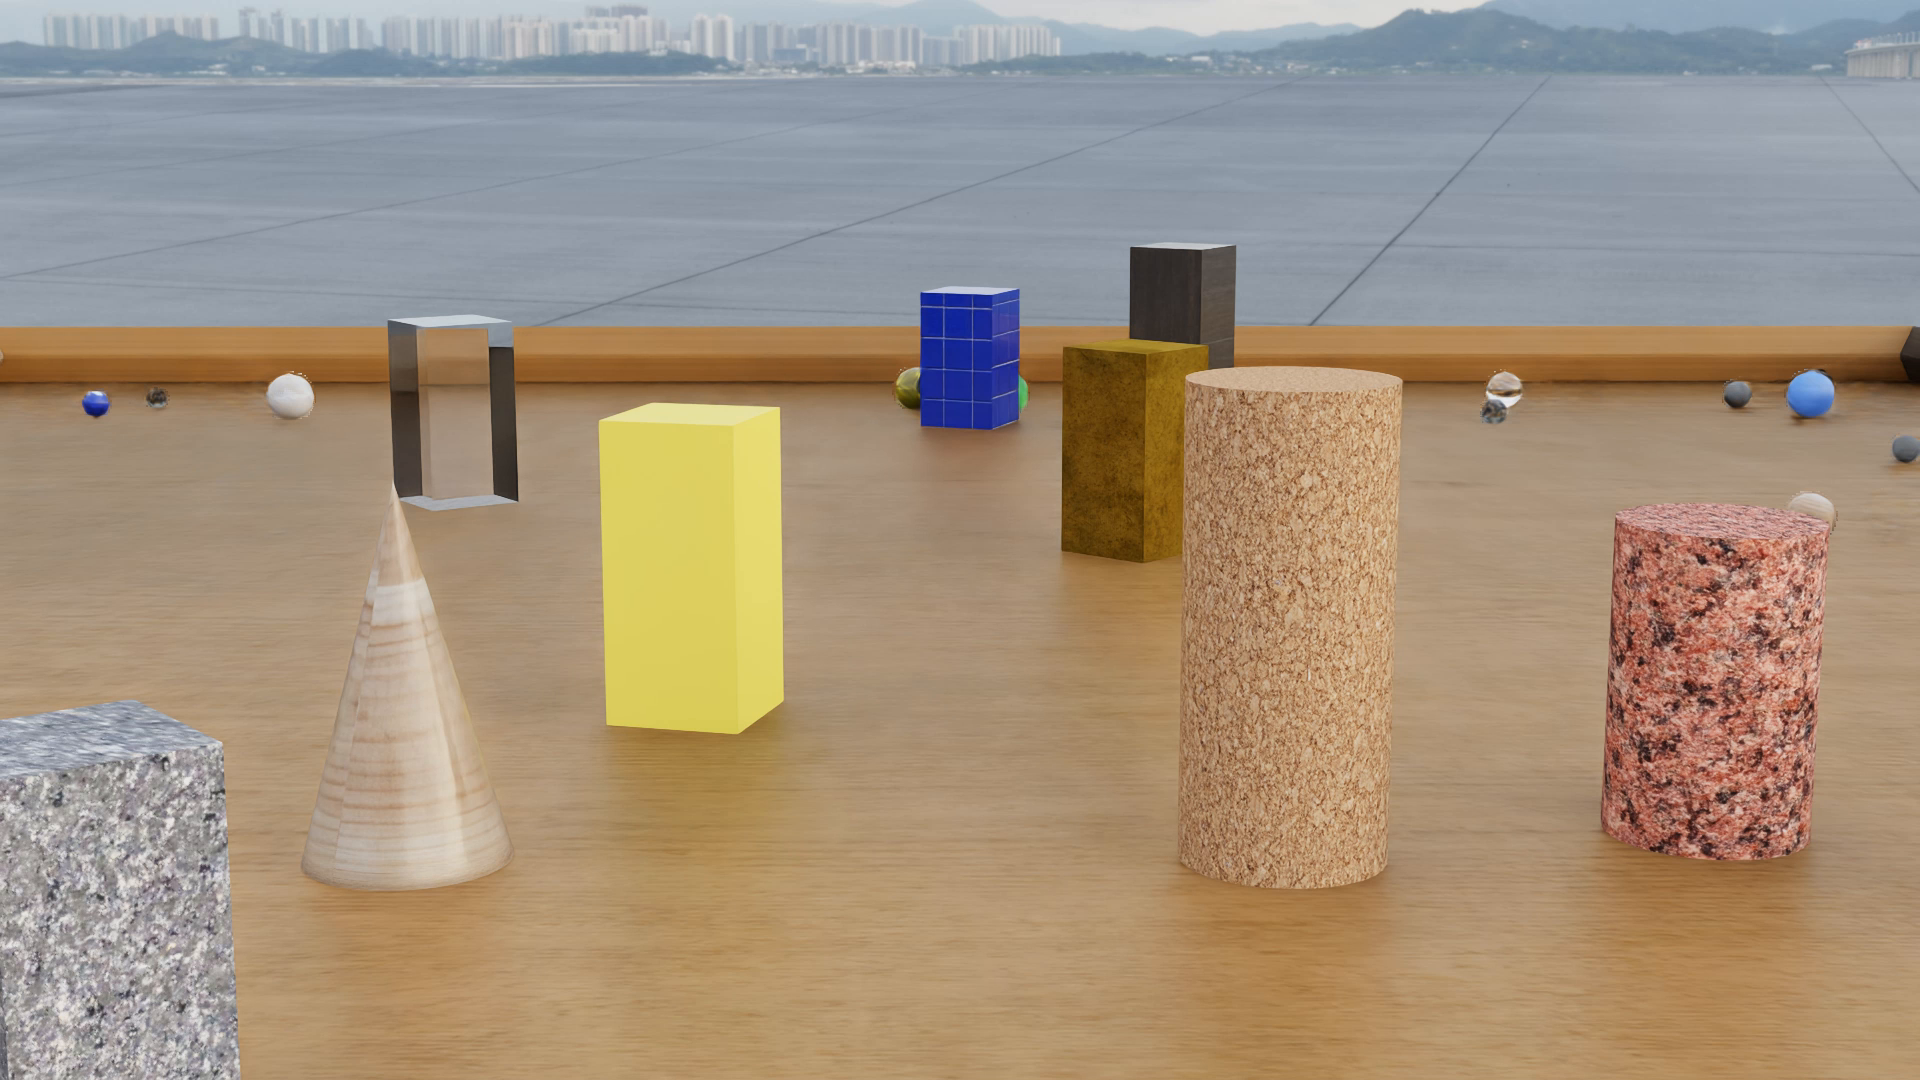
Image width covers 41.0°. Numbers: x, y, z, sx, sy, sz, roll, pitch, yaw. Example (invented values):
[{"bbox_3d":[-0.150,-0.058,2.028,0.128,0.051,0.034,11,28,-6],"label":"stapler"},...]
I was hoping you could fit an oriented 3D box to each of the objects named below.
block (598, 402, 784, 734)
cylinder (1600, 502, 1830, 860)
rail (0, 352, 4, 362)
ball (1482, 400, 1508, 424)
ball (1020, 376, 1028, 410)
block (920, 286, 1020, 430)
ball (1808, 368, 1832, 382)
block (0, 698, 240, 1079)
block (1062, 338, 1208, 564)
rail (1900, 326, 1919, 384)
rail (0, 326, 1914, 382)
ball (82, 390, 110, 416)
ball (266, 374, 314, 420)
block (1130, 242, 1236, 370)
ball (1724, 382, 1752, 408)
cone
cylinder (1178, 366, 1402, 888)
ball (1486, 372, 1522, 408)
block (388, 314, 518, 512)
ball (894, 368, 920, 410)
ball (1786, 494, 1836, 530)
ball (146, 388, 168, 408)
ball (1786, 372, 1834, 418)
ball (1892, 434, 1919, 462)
[{"bbox_3d":[-0.299,0.028,2.886,0.155,0.342,0.155,3,11,15],"label":"block"},{"bbox_3d":[0.717,0.130,2.443,0.194,0.303,0.194,0,11,0],"label":"cylinder"},{"bbox_3d":[-2.204,0.035,3.437,0.045,0.126,5.087,0,11,0],"label":"rail"},{"bbox_3d":[1.092,-0.262,5.241,0.052,0.052,0.052,0,11,0],"label":"ball"},{"bbox_3d":[0.097,-0.308,5.379,0.093,0.093,0.093,0,11,0],"label":"ball"},{"bbox_3d":[0.021,-0.374,5.246,0.155,0.272,0.155,4,11,21],"label":"block"},{"bbox_3d":[1.875,-0.341,5.621,0.069,0.069,0.069,0,11,0],"label":"ball"},{"bbox_3d":[-0.602,0.271,1.751,0.155,0.279,0.155,-8,13,-38],"label":"block"},{"bbox_3d":[0.263,-0.138,3.867,0.155,0.310,0.155,9,14,40],"label":"block"},{"bbox_3d":[2.204,0.030,3.462,0.045,0.126,5.087,0,11,0],"label":"rail"},{"bbox_3d":[-0.015,-0.428,5.927,4.456,0.126,0.045,0,11,0],"label":"rail"},{"bbox_3d":[-1.805,-0.285,5.361,0.054,0.054,0.054,0,11,0],"label":"ball"},{"bbox_3d":[-1.387,-0.296,5.311,0.094,0.094,0.094,0,11,0],"label":"ball"},{"bbox_3d":[0.440,-0.396,5.084,0.155,0.373,0.155,6,12,31],"label":"block"},{"bbox_3d":[1.665,-0.312,5.494,0.058,0.058,0.058,0,11,0],"label":"ball"},{"bbox_3d":[-0.513,0.121,2.351,0.194,0.355,0.194,0,11,0],"label":"cone"},{"bbox_3d":[0.300,0.075,2.349,0.194,0.447,0.194,0,11,0],"label":"cylinder"},{"bbox_3d":[1.168,-0.322,5.501,0.076,0.076,0.076,0,11,0],"label":"ball"},{"bbox_3d":[-0.852,-0.217,4.310,0.155,0.304,0.155,-7,13,-35],"label":"block"},{"bbox_3d":[-0.094,-0.321,5.459,0.090,0.090,0.090,0,11,0],"label":"ball"},{"bbox_3d":[1.314,-0.036,3.965,0.074,0.074,0.074,0,11,0],"label":"ball"},{"bbox_3d":[-1.718,-0.303,5.489,0.042,0.042,0.042,0,11,0],"label":"ball"},{"bbox_3d":[1.774,-0.303,5.348,0.095,0.095,0.095,0,11,0],"label":"ball"},{"bbox_3d":[1.749,-0.169,4.743,0.051,0.051,0.051,0,11,0],"label":"ball"}]
